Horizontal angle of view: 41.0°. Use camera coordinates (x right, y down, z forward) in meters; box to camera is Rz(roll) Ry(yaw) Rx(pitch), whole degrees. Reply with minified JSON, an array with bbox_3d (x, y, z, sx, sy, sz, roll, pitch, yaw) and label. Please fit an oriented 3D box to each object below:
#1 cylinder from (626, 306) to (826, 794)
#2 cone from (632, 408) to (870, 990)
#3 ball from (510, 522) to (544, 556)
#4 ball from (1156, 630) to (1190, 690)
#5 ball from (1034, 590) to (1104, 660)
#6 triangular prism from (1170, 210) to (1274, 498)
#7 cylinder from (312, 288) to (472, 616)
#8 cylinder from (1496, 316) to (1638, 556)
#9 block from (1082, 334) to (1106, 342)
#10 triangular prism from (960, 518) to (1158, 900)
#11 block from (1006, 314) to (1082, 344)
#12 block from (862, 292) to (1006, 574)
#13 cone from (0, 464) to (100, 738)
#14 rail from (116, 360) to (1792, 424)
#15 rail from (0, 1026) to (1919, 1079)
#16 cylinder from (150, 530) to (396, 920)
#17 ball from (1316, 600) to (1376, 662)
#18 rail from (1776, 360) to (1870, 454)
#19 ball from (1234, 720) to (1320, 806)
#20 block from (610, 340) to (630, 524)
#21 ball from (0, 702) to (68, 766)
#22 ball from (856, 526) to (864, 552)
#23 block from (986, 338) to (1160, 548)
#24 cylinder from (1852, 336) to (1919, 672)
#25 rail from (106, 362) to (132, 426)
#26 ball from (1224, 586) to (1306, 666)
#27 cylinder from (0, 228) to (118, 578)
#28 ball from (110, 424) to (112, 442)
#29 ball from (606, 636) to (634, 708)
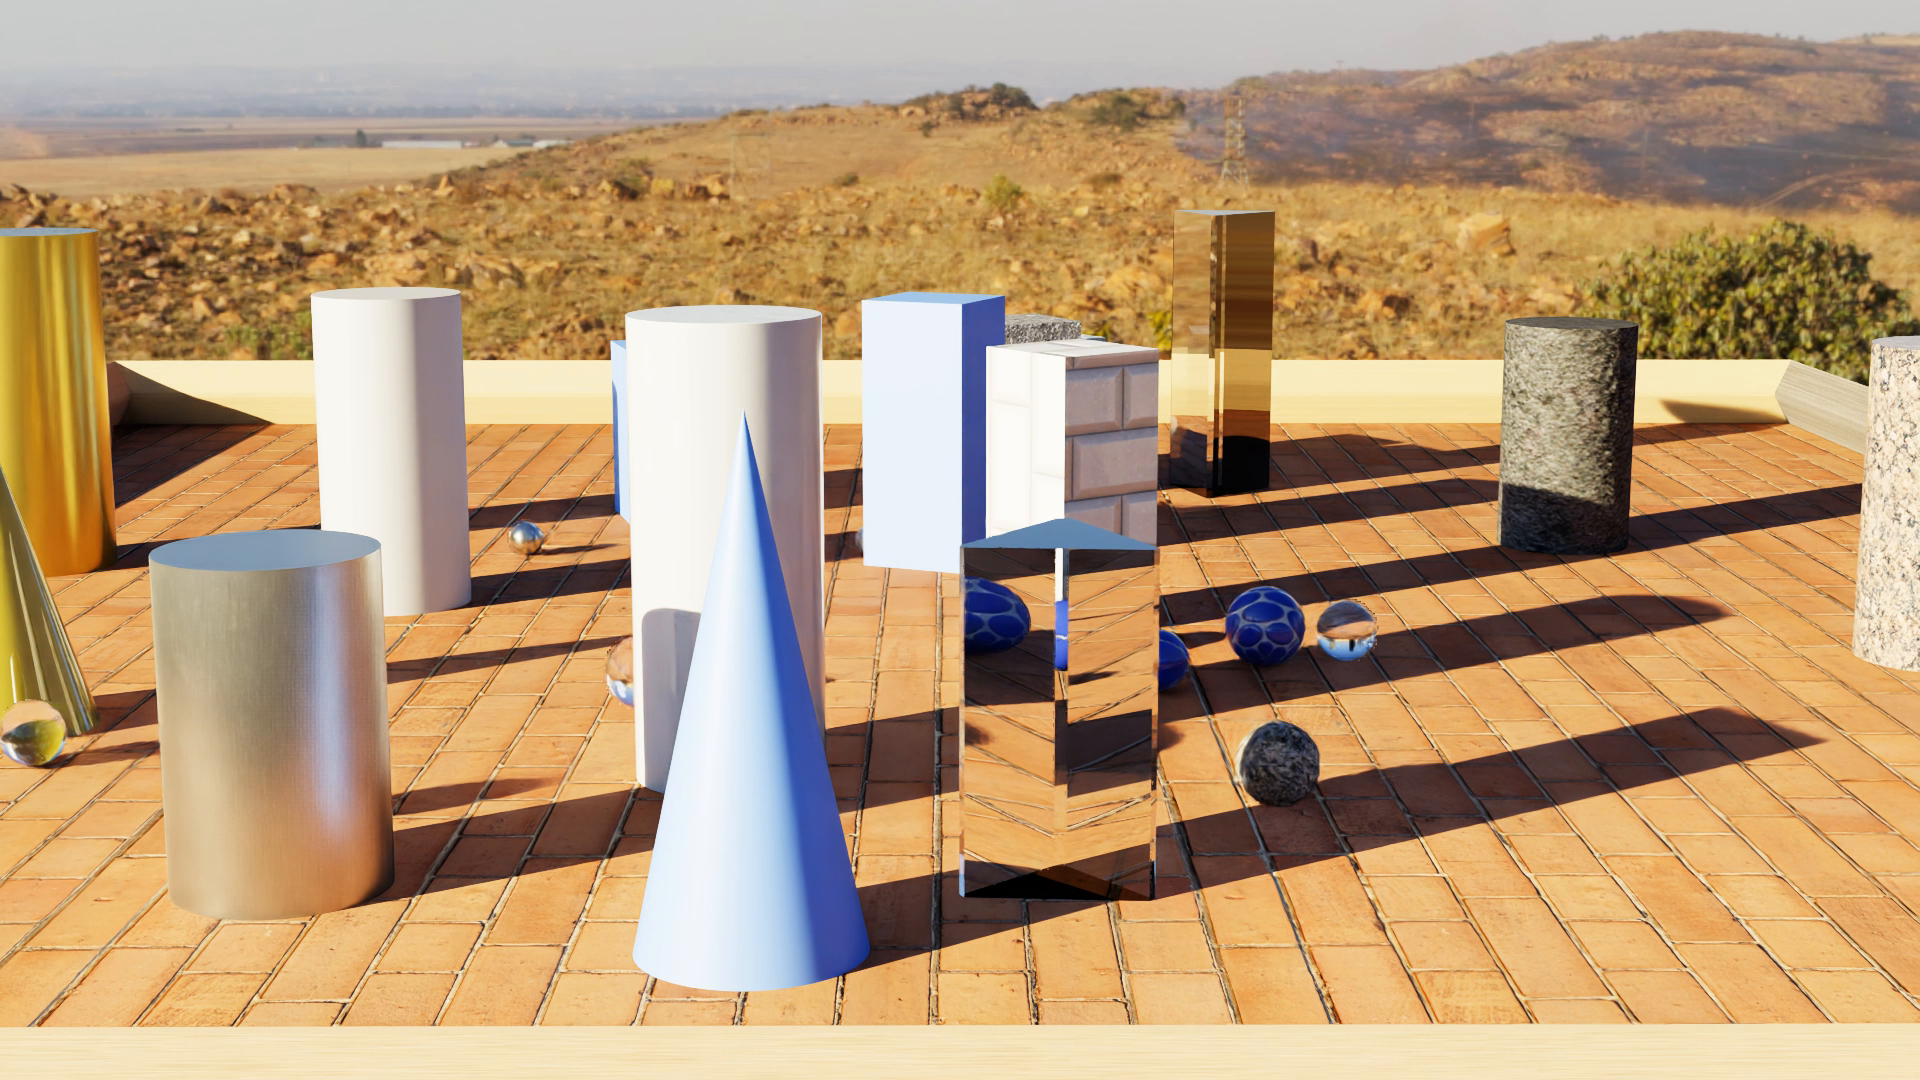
[{"bbox_3d":[-0.238,0.008,2.630,0.197,0.479,0.197,0,10,0],"label":"cylinder"},{"bbox_3d":[-0.174,0.117,2.099,0.197,0.456,0.197,0,10,0],"label":"cone"},{"bbox_3d":[-0.651,-0.002,3.860,0.050,0.050,0.050,0,10,0],"label":"ball"},{"bbox_3d":[0.233,0.141,3.022,0.073,0.073,0.073,0,10,0],"label":"ball"},{"bbox_3d":[0.135,0.106,3.177,0.086,0.086,0.086,0,10,0],"label":"ball"},{"bbox_3d":[0.427,-0.327,4.433,0.148,0.479,0.171,9,14,41],"label":"triangular prism"},{"bbox_3d":[-0.772,-0.124,3.492,0.197,0.423,0.197,0,10,0],"label":"cylinder"},{"bbox_3d":[0.929,-0.163,3.928,0.197,0.341,0.197,0,10,0],"label":"cylinder"},{"bbox_3d":[0.148,-0.239,4.586,0.158,0.251,0.158,-8,13,-36],"label":"block"},{"bbox_3d":[0.091,0.148,2.317,0.171,0.316,0.148,1,11,4],"label":"triangular prism"},{"bbox_3d":[0.096,-0.223,4.353,0.158,0.304,0.158,-5,12,-27],"label":"block"},{"bbox_3d":[-0.038,-0.162,3.789,0.158,0.391,0.158,5,11,24],"label":"block"},{"bbox_3d":[-1.063,0.044,2.833,0.197,0.333,0.197,0,10,0],"label":"cone"},{"bbox_3d":[-0.011,-0.300,5.248,3.439,0.128,0.045,0,10,0],"label":"rail"},{"bbox_3d":[0.011,0.366,1.650,3.439,0.128,0.045,0,10,0],"label":"rail"},{"bbox_3d":[-0.609,0.159,2.282,0.197,0.307,0.197,0,10,0],"label":"cylinder"},{"bbox_3d":[0.477,0.113,3.172,0.075,0.075,0.075,0,10,0],"label":"ball"},{"bbox_3d":[1.696,0.031,3.458,0.045,0.128,3.707,0,10,0],"label":"rail"},{"bbox_3d":[0.316,0.222,2.551,0.085,0.085,0.085,0,10,0],"label":"ball"},{"bbox_3d":[-0.474,-0.179,4.181,0.158,0.281,0.158,-3,11,-17],"label":"block"},{"bbox_3d":[-0.975,0.204,2.697,0.068,0.068,0.068,0,10,0],"label":"ball"},{"bbox_3d":[-0.135,-0.001,3.868,0.045,0.045,0.045,0,10,0],"label":"ball"},{"bbox_3d":[0.145,-0.068,3.346,0.158,0.367,0.158,-8,13,-37],"label":"block"},{"bbox_3d":[1.217,-0.047,3.166,0.197,0.391,0.197,0,10,0],"label":"cylinder"},{"bbox_3d":[-1.696,0.035,3.439,0.045,0.128,3.707,0,10,0],"label":"rail"},{"bbox_3d":[0.374,0.106,3.144,0.099,0.099,0.099,0,10,0],"label":"ball"},{"bbox_3d":[-1.347,-0.204,3.743,0.197,0.489,0.197,0,10,0],"label":"cylinder"},{"bbox_3d":[-1.652,-0.204,4.885,0.074,0.074,0.074,0,10,0],"label":"ball"},{"bbox_3d":[-0.364,0.151,2.939,0.084,0.084,0.084,0,10,0],"label":"ball"}]
